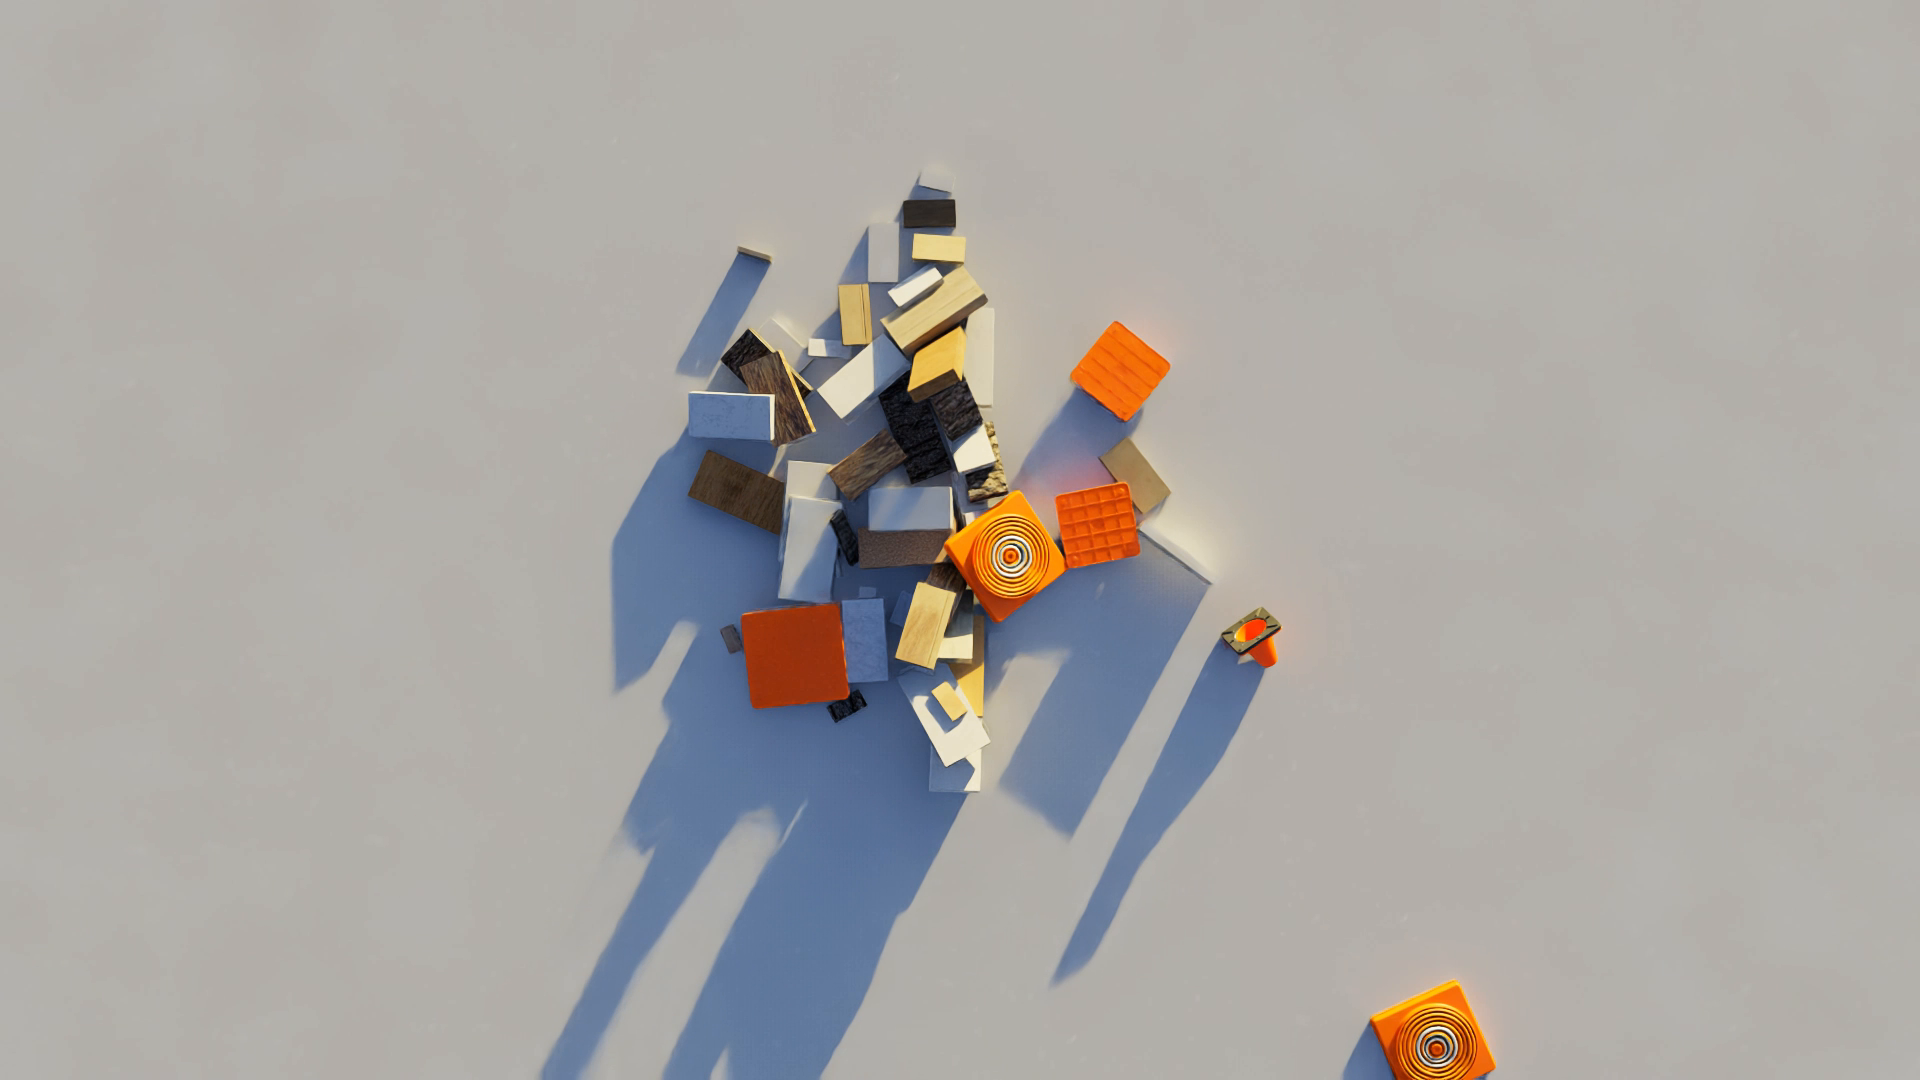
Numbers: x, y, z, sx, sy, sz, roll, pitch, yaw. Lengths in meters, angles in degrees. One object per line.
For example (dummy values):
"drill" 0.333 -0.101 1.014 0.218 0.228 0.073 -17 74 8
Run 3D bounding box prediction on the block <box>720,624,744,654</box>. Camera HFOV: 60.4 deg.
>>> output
"block" -0.762 0.330 5.493 0.046 0.013 0.092 -23 90 0

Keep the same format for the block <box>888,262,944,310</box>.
"block" -0.145 -0.840 5.465 0.173 0.024 0.086 -34 54 0

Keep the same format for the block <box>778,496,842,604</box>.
"block" -0.493 0.032 5.409 0.167 0.047 0.333 7 94 -15

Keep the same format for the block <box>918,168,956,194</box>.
"block" -0.076 -1.196 5.492 0.113 0.016 0.056 13 90 0

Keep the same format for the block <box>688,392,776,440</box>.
"block" -0.752 -0.410 5.431 0.288 0.041 0.144 4 103 14

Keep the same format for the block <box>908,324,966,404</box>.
"block" -0.069 -0.565 5.255 0.163 0.386 0.046 -25 114 16

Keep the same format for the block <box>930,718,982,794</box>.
"block" -0.012 0.661 5.428 0.166 0.047 0.331 2 73 0

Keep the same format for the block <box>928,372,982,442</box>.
"block" -0.021 -0.443 5.323 0.127 0.254 0.036 -36 49 -9

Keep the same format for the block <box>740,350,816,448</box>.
"block" -0.600 -0.464 5.429 0.144 0.041 0.288 -21 96 13

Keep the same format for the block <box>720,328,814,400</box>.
"block" -0.640 -0.549 5.462 0.288 0.041 0.144 45 104 0

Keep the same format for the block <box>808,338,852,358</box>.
"block" -0.433 -0.635 5.476 0.141 0.016 0.056 2 86 -11

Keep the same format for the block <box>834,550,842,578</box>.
"block" -0.404 0.078 5.476 0.013 0.046 0.092 -6 90 8

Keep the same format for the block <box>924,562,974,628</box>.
"block" -0.046 0.146 5.428 0.129 0.036 0.257 25 64 0

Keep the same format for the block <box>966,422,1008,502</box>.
"block" 0.072 -0.258 5.439 0.127 0.036 0.254 -12 70 0

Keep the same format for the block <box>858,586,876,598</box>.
"block" -0.310 0.213 5.492 0.056 0.016 0.112 3 90 0

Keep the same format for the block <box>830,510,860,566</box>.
"block" -0.375 -0.005 5.423 0.056 0.016 0.197 -49 133 -33

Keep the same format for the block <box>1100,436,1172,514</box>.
"block" 0.582 -0.215 5.483 0.119 0.034 0.238 -38 90 0

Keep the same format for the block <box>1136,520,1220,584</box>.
"block" 0.717 0.043 5.440 0.305 0.119 0.034 37 90 0

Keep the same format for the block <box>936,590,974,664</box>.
"block" -0.022 0.281 5.412 0.129 0.036 0.257 2 58 0

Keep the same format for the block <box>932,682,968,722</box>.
"block" -0.033 0.521 5.337 0.059 0.017 0.119 -35 80 -8

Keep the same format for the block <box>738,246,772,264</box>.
"block" -0.681 -0.947 5.472 0.113 0.056 0.016 16 90 0

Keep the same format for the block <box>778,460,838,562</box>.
"block" -0.501 -0.089 5.443 0.167 0.047 0.333 4 95 -15

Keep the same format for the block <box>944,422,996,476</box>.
"block" 0.020 -0.346 5.436 0.127 0.036 0.254 -17 69 -2

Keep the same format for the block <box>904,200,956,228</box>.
"block" -0.101 -1.086 5.488 0.173 0.024 0.086 -2 90 0

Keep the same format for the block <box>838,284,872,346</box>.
"block" -0.348 -0.747 5.475 0.099 0.028 0.198 -4 89 -12

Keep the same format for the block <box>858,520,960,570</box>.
"block" -0.169 0.016 5.436 0.332 0.039 0.137 -4 81 12

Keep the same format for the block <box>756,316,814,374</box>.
"block" -0.590 -0.638 5.486 0.198 0.028 0.099 43 90 0

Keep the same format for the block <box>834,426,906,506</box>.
"block" -0.285 -0.215 5.479 0.145 0.041 0.291 -31 90 0

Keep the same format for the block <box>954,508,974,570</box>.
"block" 0.031 -0.009 5.455 0.100 0.028 0.201 -13 81 -19

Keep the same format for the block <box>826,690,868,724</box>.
"block" -0.377 0.554 5.491 0.122 0.017 0.061 -29 90 0

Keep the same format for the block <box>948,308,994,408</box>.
"block" 0.029 -0.601 5.449 0.163 0.046 0.326 1 82 5

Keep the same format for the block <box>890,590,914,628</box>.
"block" -0.188 0.229 5.492 0.056 0.016 0.113 22 90 0

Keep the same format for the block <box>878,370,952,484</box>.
"block" -0.156 -0.377 5.479 0.145 0.041 0.355 -21 90 0

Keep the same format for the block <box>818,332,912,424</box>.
"block" -0.316 -0.535 5.451 0.291 0.041 0.145 -41 65 0

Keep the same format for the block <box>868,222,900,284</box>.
"block" -0.254 -0.956 5.486 0.099 0.028 0.198 1 90 0

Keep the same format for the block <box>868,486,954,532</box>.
"block" -0.161 -0.101 5.405 0.274 0.039 0.137 -1 85 12

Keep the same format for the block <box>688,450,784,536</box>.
"block" -0.714 -0.156 5.476 0.336 0.047 0.167 24 90 0

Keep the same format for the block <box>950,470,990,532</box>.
"block" 0.038 -0.133 5.455 0.100 0.028 0.201 -8 81 -19

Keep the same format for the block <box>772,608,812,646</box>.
"block" -0.559 0.290 5.491 0.122 0.017 0.061 37 90 0

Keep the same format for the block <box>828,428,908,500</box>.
"block" -0.305 -0.249 5.423 0.239 0.034 0.119 -38 103 -3

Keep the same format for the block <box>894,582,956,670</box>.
"block" -0.112 0.278 5.327 0.129 0.036 0.257 17 78 -2

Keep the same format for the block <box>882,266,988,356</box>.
"block" -0.085 -0.755 5.433 0.326 0.046 0.163 -34 53 0

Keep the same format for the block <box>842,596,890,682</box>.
"block" -0.313 0.331 5.469 0.137 0.039 0.275 -4 95 0

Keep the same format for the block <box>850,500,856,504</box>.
"block" -0.369 -0.162 5.477 0.013 0.046 0.092 -25 90 0

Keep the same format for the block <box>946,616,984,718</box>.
"block" -0.005 0.415 5.441 0.166 0.047 0.331 1 77 0

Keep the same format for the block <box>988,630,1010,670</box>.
"block" 0.129 0.366 5.491 0.061 0.017 0.122 -6 90 0

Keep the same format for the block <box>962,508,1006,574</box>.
"block" 0.078 0.001 5.417 0.100 0.028 0.201 -14 95 -19

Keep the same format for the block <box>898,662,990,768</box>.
"block" -0.053 0.554 5.362 0.166 0.047 0.331 -28 79 -6

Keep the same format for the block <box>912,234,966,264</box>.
"block" -0.069 -0.966 5.478 0.173 0.024 0.086 4 77 0
